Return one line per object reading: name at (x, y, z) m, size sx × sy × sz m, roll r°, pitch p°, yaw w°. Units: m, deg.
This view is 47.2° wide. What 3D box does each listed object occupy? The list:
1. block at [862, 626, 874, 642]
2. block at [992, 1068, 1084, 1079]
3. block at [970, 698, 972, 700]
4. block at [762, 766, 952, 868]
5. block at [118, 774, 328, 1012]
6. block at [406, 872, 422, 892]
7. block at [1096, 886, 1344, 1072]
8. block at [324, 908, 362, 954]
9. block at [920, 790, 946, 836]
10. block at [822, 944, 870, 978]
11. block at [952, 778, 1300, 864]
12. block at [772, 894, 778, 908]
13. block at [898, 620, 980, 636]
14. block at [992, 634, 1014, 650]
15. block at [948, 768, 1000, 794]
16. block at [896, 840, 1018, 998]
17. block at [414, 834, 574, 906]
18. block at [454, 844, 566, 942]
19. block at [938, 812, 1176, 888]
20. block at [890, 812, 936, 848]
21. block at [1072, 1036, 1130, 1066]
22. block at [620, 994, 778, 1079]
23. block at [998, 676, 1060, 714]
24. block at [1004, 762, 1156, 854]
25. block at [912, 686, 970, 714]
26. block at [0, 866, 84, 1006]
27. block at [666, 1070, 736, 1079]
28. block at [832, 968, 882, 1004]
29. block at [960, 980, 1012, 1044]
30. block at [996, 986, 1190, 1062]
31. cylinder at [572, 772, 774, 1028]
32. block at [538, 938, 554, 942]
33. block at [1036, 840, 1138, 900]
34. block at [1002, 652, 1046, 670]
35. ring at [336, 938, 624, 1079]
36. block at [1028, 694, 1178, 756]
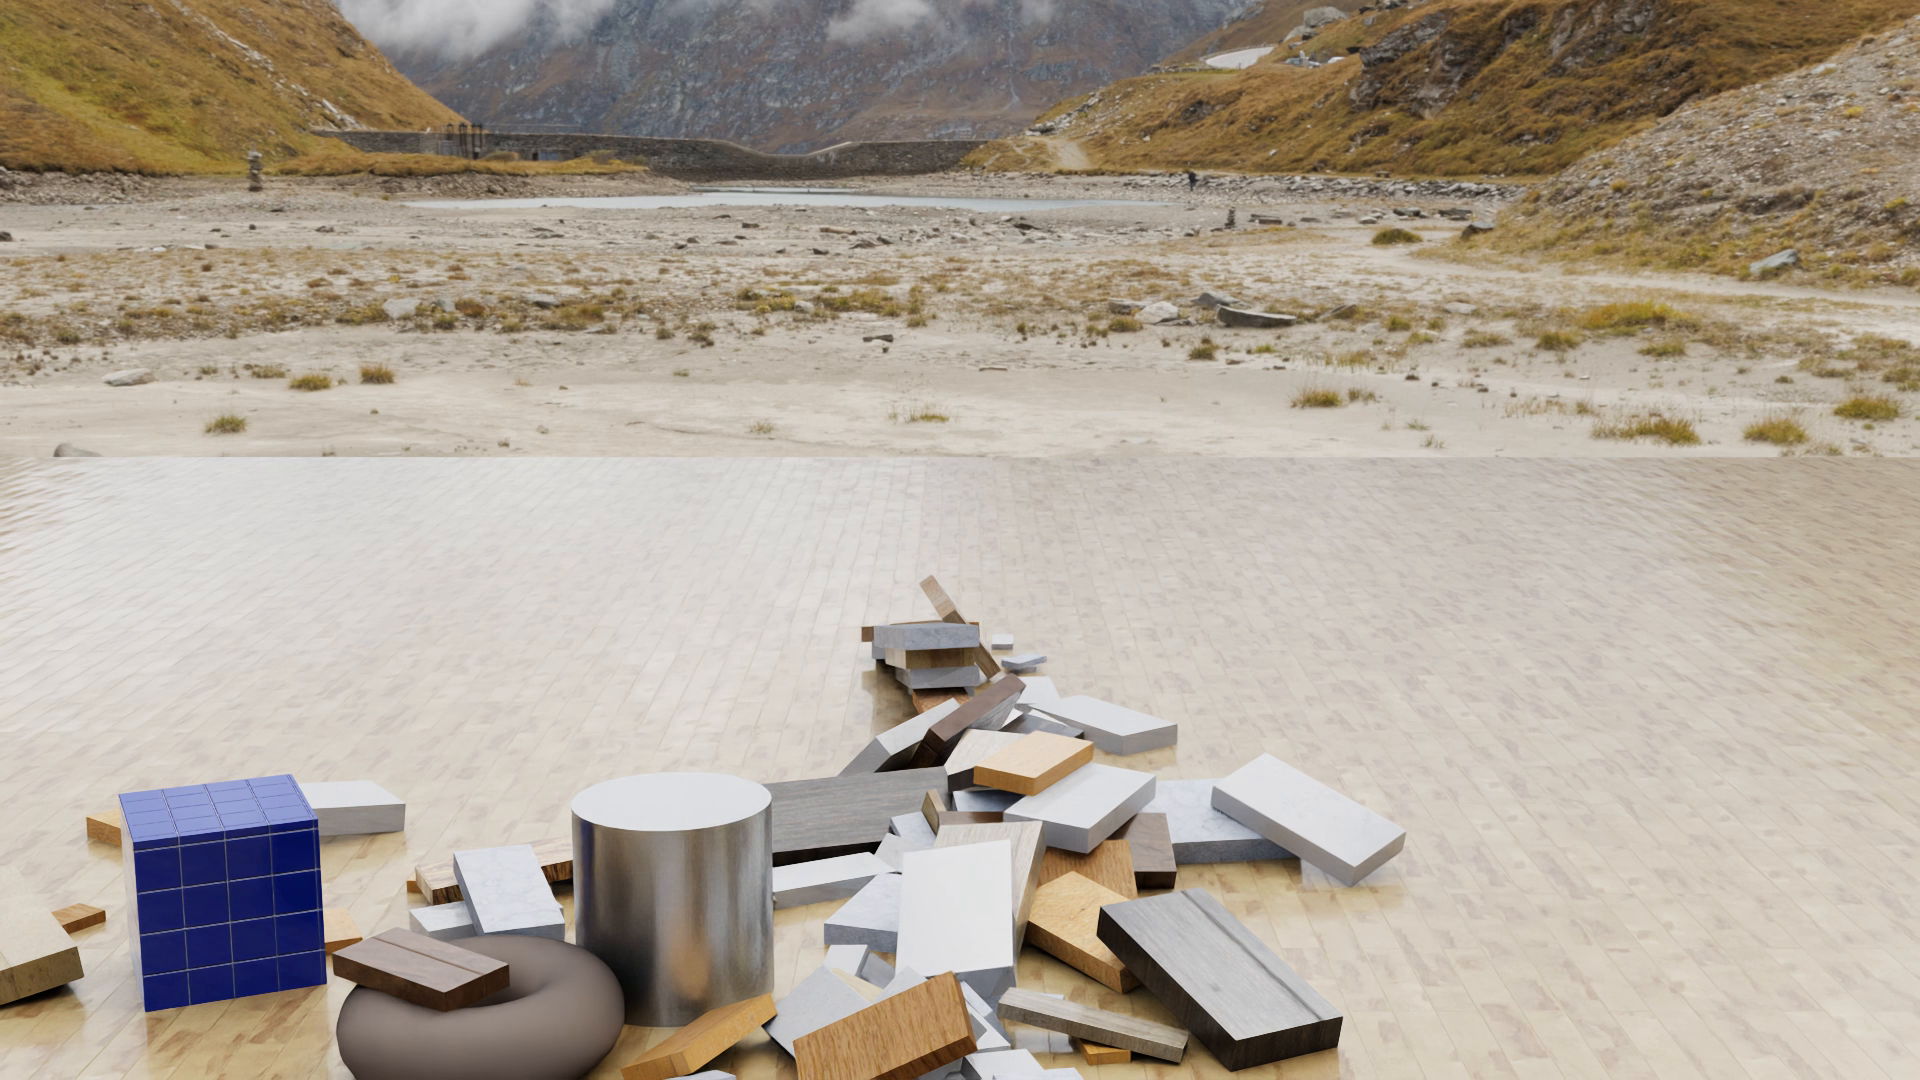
block at (-0.130, 0.223, 5.221) m, size 0.131 × 0.037 × 0.262 m, roll 1°, pitch -4°, yaw -21°
block at (0.136, 0.727, 2.693) m, size 0.116 × 0.033 × 0.231 m, roll 2°, pitch 19°, yaw -25°
block at (-0.003, 0.380, 4.714) m, size 0.109 × 0.031 × 0.219 m, roll 0°, pitch 11°, yaw 1°
block at (-0.182, 0.489, 3.883) m, size 0.365 × 0.045 × 0.160 m, roll -4°, pitch 41°, yaw -19°
block at (-1.114, 0.525, 3.318) m, size 0.256 × 0.256 × 0.256 m, roll -5°, pitch 12°, yaw -25°
block at (-0.848, 0.573, 3.703) m, size 0.146 × 0.021 × 0.073 m, roll 1°, pitch 11°, yaw 5°
block at (0.366, 0.622, 3.149) m, size 0.180 × 0.051 × 0.359 m, roll -6°, pitch 24°, yaw -27°
block at (-0.992, 0.617, 3.466) m, size 0.073 × 0.021 × 0.146 m, roll -5°, pitch 12°, yaw -24°
block at (-0.032, 0.499, 3.829) m, size 0.017 × 0.059 × 0.118 m, roll -11°, pitch 53°, yaw -24°
block at (-0.177, 0.640, 3.245) m, size 0.058 × 0.016 × 0.116 m, roll -4°, pitch 26°, yaw 16°
block at (0.292, 0.499, 3.863) m, size 0.594 × 0.048 × 0.170 m, roll -2°, pitch 32°, yaw -9°
block at (-0.395, 0.535, 3.632) m, size 0.125 × 0.035 × 0.250 m, roll 34°, pitch 1°, yaw -26°
block at (-0.064, 0.223, 5.416) m, size 0.131 × 0.037 × 0.262 m, roll -4°, pitch 1°, yaw -23°
block at (0.106, 0.253, 5.445) m, size 0.052 × 0.015 × 0.104 m, roll 1°, pitch 11°, yaw 3°
block at (0.108, 0.432, 3.938) m, size 0.232 × 0.033 × 0.116 m, roll 5°, pitch -16°, yaw -28°
block at (-0.003, 0.570, 3.300) m, size 0.170 × 0.048 × 0.340 m, roll -8°, pitch 24°, yaw 4°
block at (-0.759, 0.548, 3.653) m, size 0.265 × 0.032 × 0.112 m, roll -9°, pitch 17°, yaw -26°
block at (-0.719, 0.566, 3.495) m, size 0.125 × 0.035 × 0.250 m, roll -3°, pitch 23°, yaw -23°
block at (0.161, 0.524, 3.723) m, size 0.392 × 0.041 × 0.144 m, roll 1°, pitch 35°, yaw -5°
block at (-0.071, 0.524, 3.819) m, size 0.059 × 0.017 × 0.118 m, roll -9°, pitch 42°, yaw -25°
block at (0.193, 0.696, 3.054) m, size 0.058 × 0.017 × 0.117 m, roll -2°, pitch 11°, yaw -11°
block at (-0.352, 0.680, 2.986) m, size 0.109 × 0.031 × 0.219 m, roll -22°, pitch -1°, yaw 28°
block at (0.154, 0.348, 4.882) m, size 0.116 × 0.033 × 0.232 m, roll -1°, pitch 11°, yaw -5°
block at (0.207, 0.451, 3.747) m, size 0.153 × 0.043 × 0.311 m, roll 8°, pitch 14°, yaw 25°
block at (-0.024, 0.364, 4.616) m, size 0.109 × 0.031 × 0.219 m, roll -4°, pitch 20°, yaw -12°
block at (-1.490, 0.608, 3.365) m, size 0.180 × 0.051 × 0.437 m, roll -16°, pitch 18°, yaw -32°
block at (-0.405, 0.714, 2.797) m, size 0.224 × 0.032 × 0.112 m, roll -6°, pitch -7°, yaw -20°
block at (-0.153, 0.662, 3.146) m, size 0.145 × 0.021 × 0.072 m, roll 14°, pitch 35°, yaw 43°
block at (0.032, 0.667, 3.093) m, size 0.017 × 0.059 × 0.117 m, roll -34°, pitch 20°, yaw -12°
block at (0.185, 0.671, 3.049) m, size 0.261 × 0.021 × 0.072 m, roll 12°, pitch 9°, yaw 12°
cylinder at (-0.421, 0.522, 3.237) m, size 0.291 × 0.291 × 0.291 m, roll 0°, pitch 11°, yaw 0°
block at (-0.717, 0.643, 3.299) m, size 0.224 × 0.032 × 0.112 m, roll -3°, pitch 11°, yaw -17°
block at (0.139, 0.556, 3.593) m, size 0.287 × 0.041 × 0.144 m, roll -1°, pitch 34°, yaw -3°
block at (0.151, 0.285, 5.187) m, size 0.052 × 0.015 × 0.104 m, roll 9°, pitch 14°, yaw 40°
ring at (-0.650, 0.651, 2.996) m, size 0.386 × 0.129 × 0.386 m, roll -1°, pitch 12°, yaw 0°
block at (0.298, 0.389, 4.635) m, size 0.153 × 0.043 × 0.305 m, roll -8°, pitch 13°, yaw -37°
